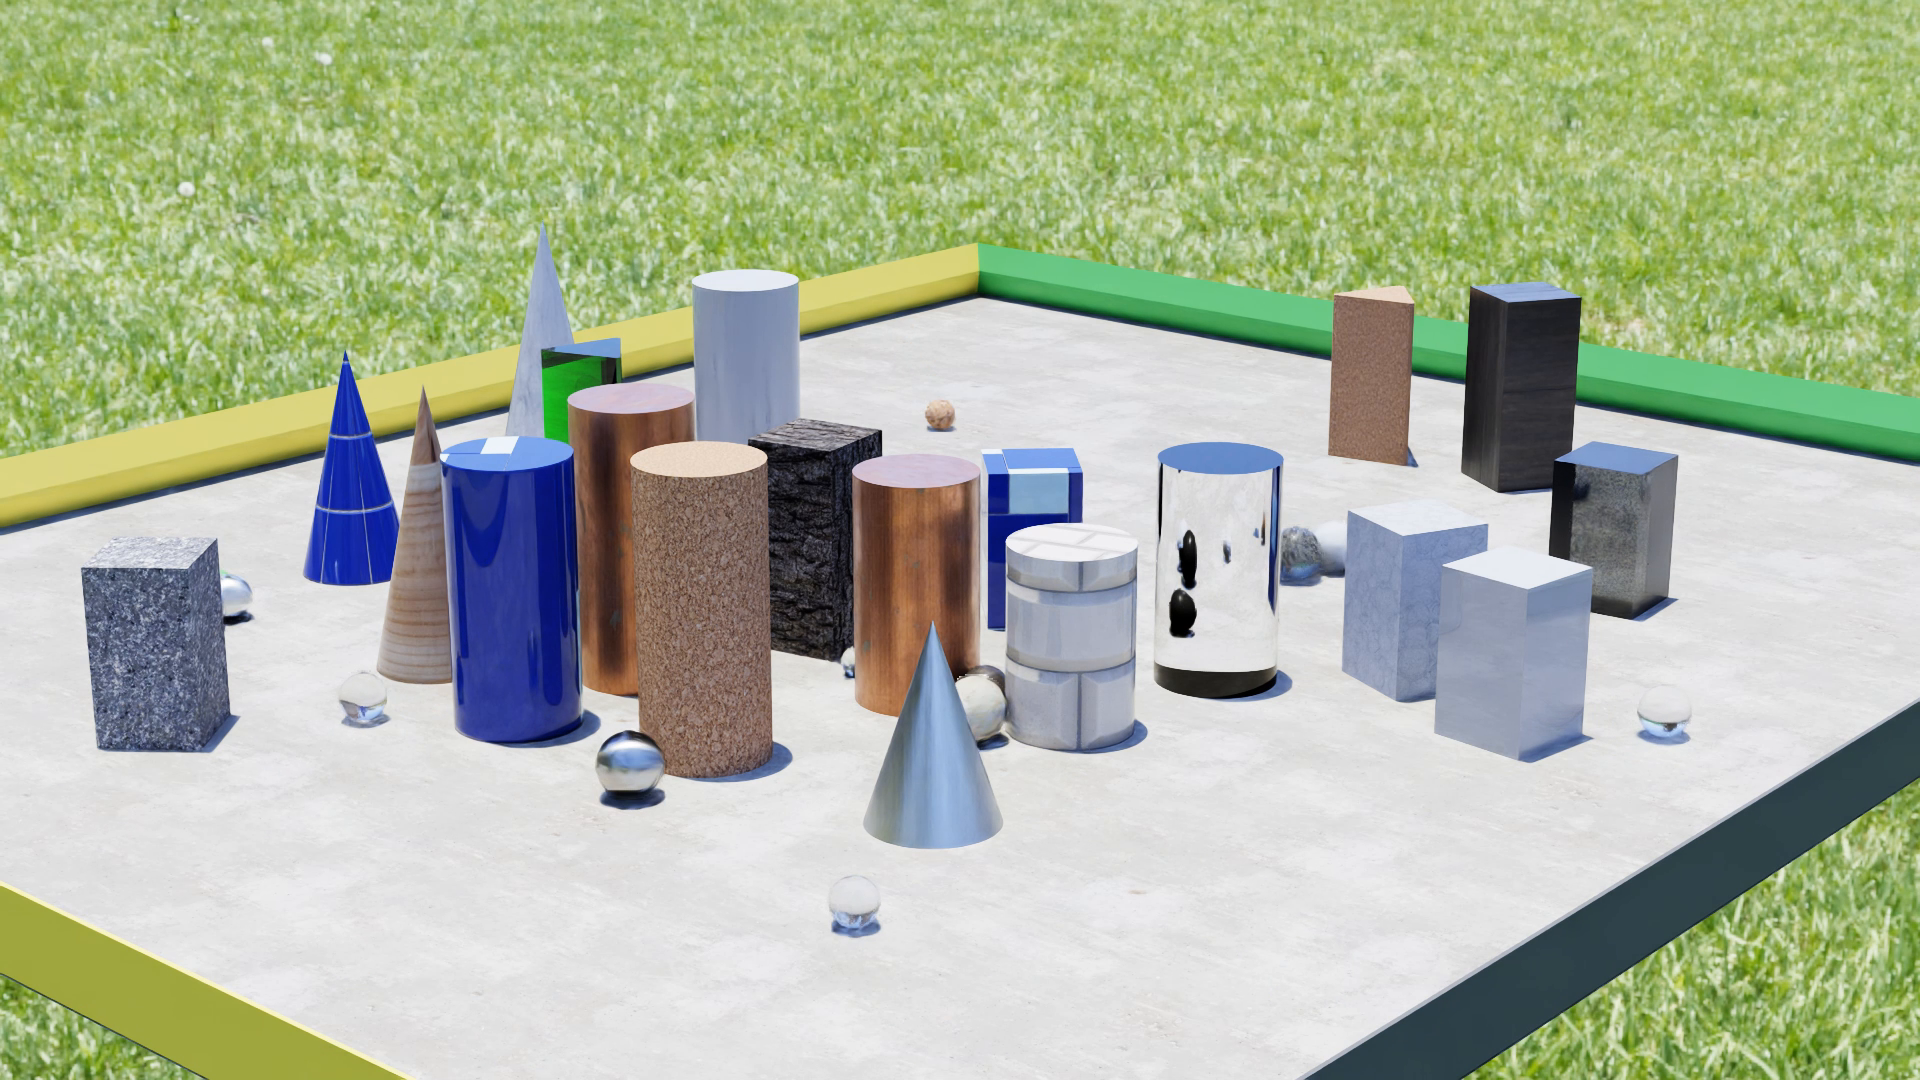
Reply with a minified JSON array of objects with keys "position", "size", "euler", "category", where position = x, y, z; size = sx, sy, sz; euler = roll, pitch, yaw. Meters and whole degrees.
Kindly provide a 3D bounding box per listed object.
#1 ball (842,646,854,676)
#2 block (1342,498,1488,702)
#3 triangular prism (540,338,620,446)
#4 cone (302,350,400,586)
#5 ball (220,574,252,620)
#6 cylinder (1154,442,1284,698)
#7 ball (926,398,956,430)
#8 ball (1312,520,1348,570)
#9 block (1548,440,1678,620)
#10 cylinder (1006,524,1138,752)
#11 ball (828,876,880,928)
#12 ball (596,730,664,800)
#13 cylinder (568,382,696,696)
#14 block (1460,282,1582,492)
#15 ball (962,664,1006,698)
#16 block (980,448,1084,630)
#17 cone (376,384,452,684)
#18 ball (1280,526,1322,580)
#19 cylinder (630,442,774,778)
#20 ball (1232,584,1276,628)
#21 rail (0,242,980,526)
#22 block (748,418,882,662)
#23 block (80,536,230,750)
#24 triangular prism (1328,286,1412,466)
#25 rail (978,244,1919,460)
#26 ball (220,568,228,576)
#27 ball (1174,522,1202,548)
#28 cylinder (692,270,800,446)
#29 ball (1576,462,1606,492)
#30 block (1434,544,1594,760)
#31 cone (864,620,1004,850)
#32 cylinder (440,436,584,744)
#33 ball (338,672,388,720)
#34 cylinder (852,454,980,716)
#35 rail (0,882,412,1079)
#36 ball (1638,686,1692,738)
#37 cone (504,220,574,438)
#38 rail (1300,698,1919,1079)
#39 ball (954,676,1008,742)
[{"position":[-0.166,0.195,4.720],"size":[0.050,0.050,0.050],"euler":[0,17,0],"category":"ball"},{"position":[0.723,0.093,4.673],"size":[0.159,0.272,0.159],"euler":[-8,18,-24],"category":"block"},{"position":[-0.698,-0.233,5.711],"size":[0.172,0.298,0.149],"euler":[7,18,22],"category":"triangular prism"},{"position":[-1.082,-0.142,5.219],"size":[0.199,0.407,0.199],"euler":[0,17,0],"category":"cone"},{"position":[-1.246,0.097,4.998],"size":[0.078,0.078,0.078],"euler":[0,17,0],"category":"ball"},{"position":[0.410,0.046,4.664],"size":[0.199,0.367,0.199],"euler":[0,17,0],"category":"cylinder"},{"position":[-0.042,-0.268,6.231],"size":[0.065,0.065,0.065],"euler":[0,17,0],"category":"ball"},{"position":[0.671,0.011,5.262],"size":[0.090,0.090,0.090],"euler":[0,17,0],"category":"ball"},{"position":[1.127,-0.018,5.068],"size":[0.159,0.258,0.159],"euler":[12,20,34],"category":"block"},{"position":[0.168,0.146,4.454],"size":[0.199,0.298,0.199],"euler":[0,17,0],"category":"cylinder"},{"position":[-0.137,0.467,3.786],"size":[0.068,0.068,0.068],"euler":[0,17,0],"category":"ball"},{"position":[-0.474,0.323,4.212],"size":[0.098,0.098,0.098],"euler":[0,17,0],"category":"ball"},{"position":[-0.516,-0.002,4.664],"size":[0.199,0.460,0.199],"euler":[0,17,0],"category":"cylinder"},{"position":[1.108,-0.304,5.801],"size":[0.159,0.382,0.159],"euler":[-5,18,-17],"category":"block"},{"position":[0.039,0.234,4.535],"size":[0.082,0.082,0.082],"euler":[0,17,0],"category":"ball"},{"position":[0.121,-0.003,4.993],"size":[0.159,0.273,0.159],"euler":[-1,17,-4],"category":"block"},{"position":[-0.851,-0.023,4.714],"size":[0.199,0.471,0.199],"euler":[0,17,0],"category":"cone"},{"position":[0.596,0.024,5.211],"size":[0.095,0.095,0.095],"euler":[0,17,0],"category":"ball"},{"position":[-0.379,0.101,4.325],"size":[0.199,0.458,0.199],"euler":[0,17,0],"category":"cylinder"},{"position":[0.498,0.111,4.957],"size":[0.074,0.074,0.074],"euler":[0,17,0],"category":"ball"},{"position":[-1.219,-0.273,6.133],"size":[0.045,0.129,3.908],"euler":[14,22,39],"category":"rail"},{"position":[-0.236,-0.002,4.845],"size":[0.159,0.356,0.159],"euler":[9,19,29],"category":"block"},{"position":[-1.216,0.155,4.443],"size":[0.159,0.286,0.159],"euler":[1,17,2],"category":"block"},{"position":[0.869,-0.343,6.009],"size":[0.172,0.337,0.149],"euler":[10,19,29],"category":"triangular prism"},{"position":[1.266,-0.388,6.515],"size":[3.276,0.129,0.045],"euler":[14,22,39],"category":"rail"},{"position":[-1.288,0.082,5.069],"size":[0.066,0.066,0.066],"euler":[0,17,0],"category":"ball"},{"position":[0.420,-0.009,5.396],"size":[0.051,0.051,0.051],"euler":[0,17,0],"category":"ball"},{"position":[-0.399,-0.261,5.516],"size":[0.199,0.464,0.199],"euler":[0,17,0],"category":"cylinder"},{"position":[1.240,-0.123,5.760],"size":[0.059,0.059,0.059],"euler":[0,17,0],"category":"ball"},{"position":[0.835,0.168,4.432],"size":[0.159,0.268,0.159],"euler":[-15,22,-40],"category":"block"},{"position":[-0.038,0.254,4.091],"size":[0.199,0.300,0.199],"euler":[0,17,0],"category":"cone"},{"position":[-0.680,0.075,4.462],"size":[0.199,0.429,0.199],"euler":[0,17,0],"category":"cylinder"},{"position":[-0.921,0.242,4.523],"size":[0.074,0.074,0.074],"euler":[0,17,0],"category":"ball"},{"position":[-0.067,0.070,4.582],"size":[0.199,0.370,0.199],"euler":[0,17,0],"category":"cylinder"},{"position":[-1.266,0.453,3.724],"size":[3.276,0.129,0.045],"euler":[14,22,39],"category":"rail"},{"position":[1.070,0.260,4.454],"size":[0.079,0.079,0.079],"euler":[0,17,0],"category":"ball"},{"position":[-0.856,-0.434,6.078],"size":[0.199,0.472,0.199],"euler":[0,17,0],"category":"cone"},{"position":[1.219,0.338,4.106],"size":[0.045,0.129,3.908],"euler":[14,22,39],"category":"rail"},{"position":[0.022,0.256,4.433],"size":[0.099,0.099,0.099],"euler":[0,17,0],"category":"ball"}]
